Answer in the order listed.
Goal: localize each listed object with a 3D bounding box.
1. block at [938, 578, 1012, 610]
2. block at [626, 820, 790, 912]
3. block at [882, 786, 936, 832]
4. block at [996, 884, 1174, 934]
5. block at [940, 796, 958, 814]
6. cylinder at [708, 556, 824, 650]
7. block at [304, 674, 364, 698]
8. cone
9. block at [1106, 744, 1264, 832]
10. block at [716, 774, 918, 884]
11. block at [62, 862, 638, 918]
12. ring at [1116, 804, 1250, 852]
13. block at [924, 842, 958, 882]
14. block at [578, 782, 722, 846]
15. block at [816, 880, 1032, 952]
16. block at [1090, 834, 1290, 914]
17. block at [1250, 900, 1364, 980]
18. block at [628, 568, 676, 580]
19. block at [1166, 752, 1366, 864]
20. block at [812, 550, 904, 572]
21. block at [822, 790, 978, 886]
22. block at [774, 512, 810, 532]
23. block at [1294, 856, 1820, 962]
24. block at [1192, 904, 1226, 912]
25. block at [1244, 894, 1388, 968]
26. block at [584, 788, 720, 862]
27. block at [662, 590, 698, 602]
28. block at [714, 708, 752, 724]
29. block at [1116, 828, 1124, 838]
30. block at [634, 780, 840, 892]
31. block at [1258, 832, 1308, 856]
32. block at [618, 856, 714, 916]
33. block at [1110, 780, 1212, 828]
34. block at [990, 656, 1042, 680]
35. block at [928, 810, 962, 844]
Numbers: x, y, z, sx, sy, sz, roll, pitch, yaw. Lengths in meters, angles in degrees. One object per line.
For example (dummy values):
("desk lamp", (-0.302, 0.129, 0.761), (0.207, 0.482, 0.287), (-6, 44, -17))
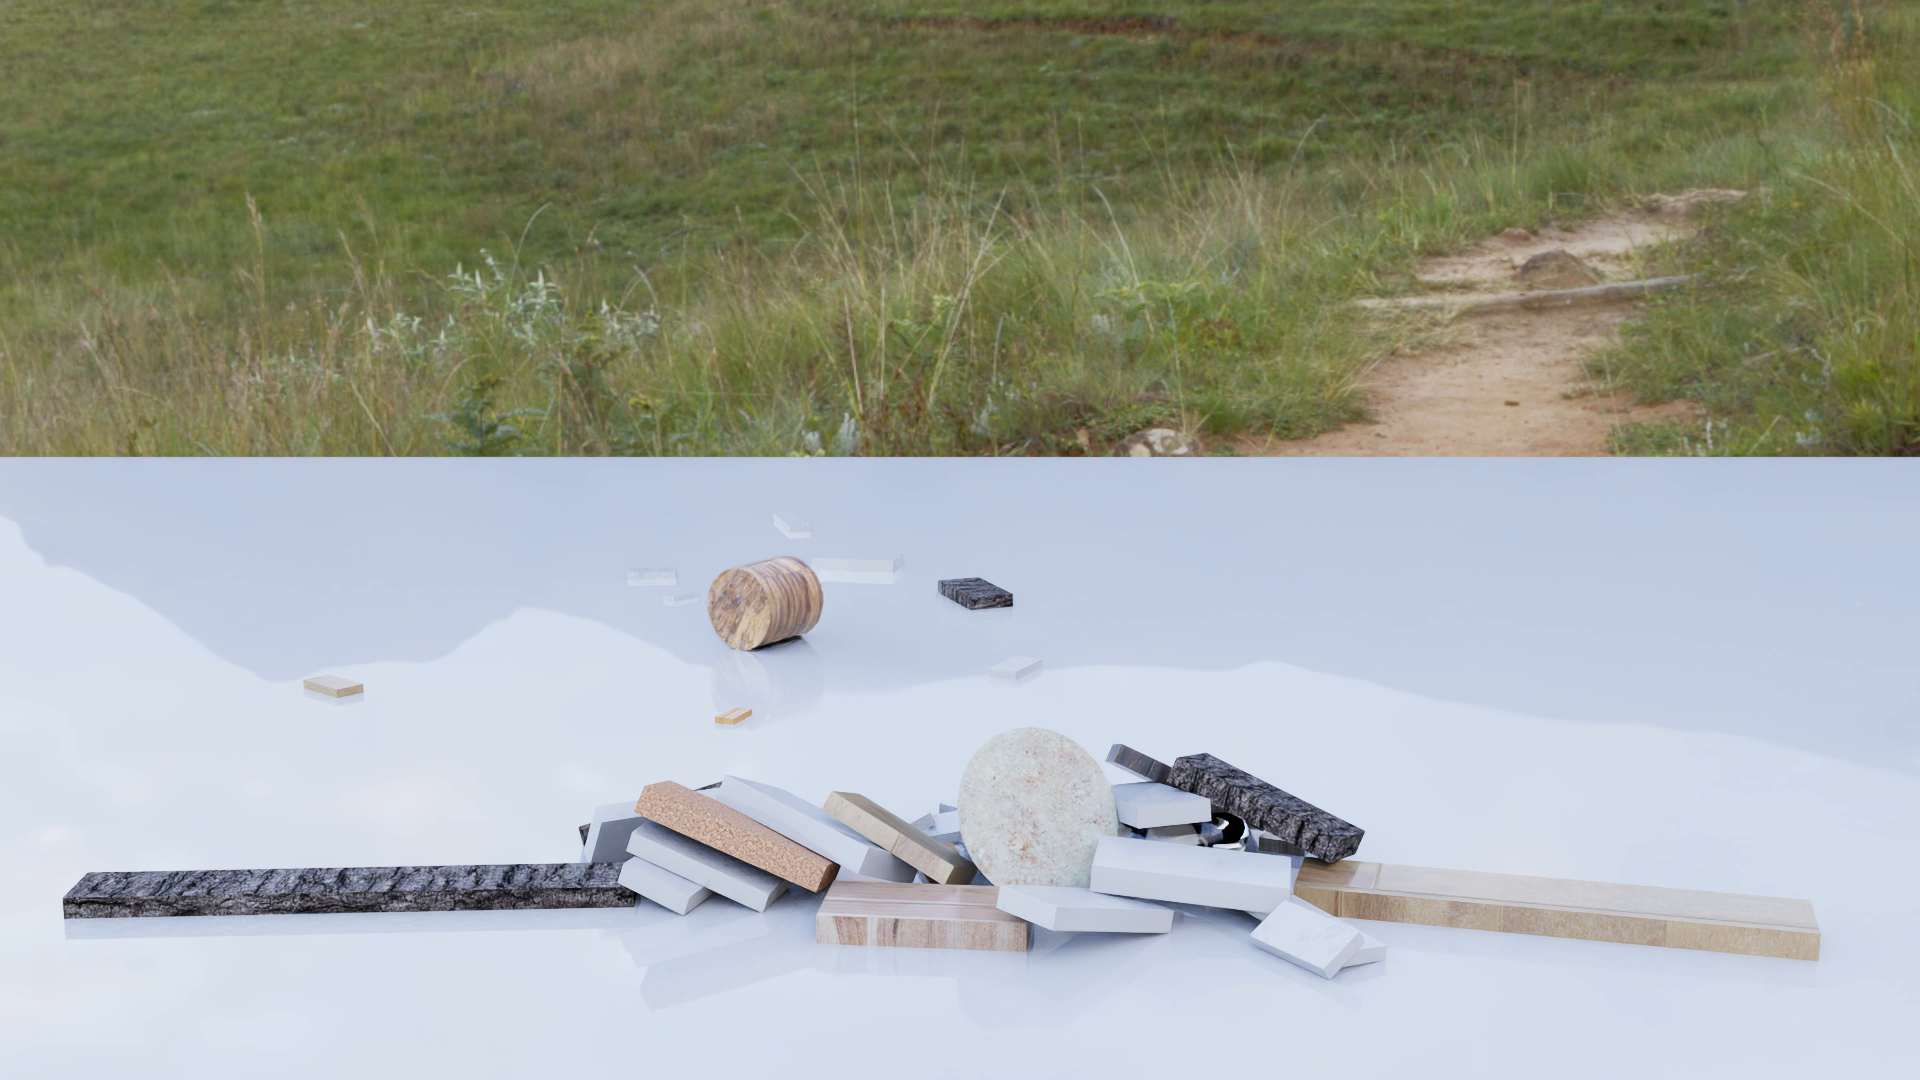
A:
("block", (0.040, 0.145, 5.972), (0.122, 0.035, 0.244), (-4, 11, -21))
("block", (-0.413, 0.532, 3.655), (0.252, 0.036, 0.126), (22, 15, 10))
("block", (-0.098, 0.500, 3.991), (0.084, 0.024, 0.167), (-29, 14, -3))
("block", (0.198, 0.579, 3.452), (0.260, 0.037, 0.130), (10, 2, -41))
("block", (0.104, 0.507, 4.014), (0.260, 0.037, 0.130), (8, 13, 38))
("cylinder", (-0.482, 0.155, 5.459), (0.203, 0.203, 0.203), (7, 13, 35))
("block", (-1.426, 0.332, 5.003), (0.137, 0.019, 0.068), (9, 14, 41))
("cone", (0.070, 0.501, 3.786), (0.297, 0.297, 0.297), (-5, -15, -27))
("block", (0.407, 0.444, 3.947), (0.292, 0.035, 0.122), (25, -7, -1))
("block", (-0.241, 0.491, 3.734), (0.329, 0.047, 0.165), (21, -2, 34))
("block", (-0.995, 0.578, 3.636), (0.914, 0.035, 0.125), (-1, 11, -3))
("ring", (0.366, 0.511, 3.805), (0.267, 0.089, 0.267), (-2, 2, 0))
("block", (-0.033, 0.556, 3.795), (0.070, 0.020, 0.140), (-2, 11, -12))
("block", (-0.552, 0.493, 3.971), (0.125, 0.035, 0.250), (-21, -5, 40))
("block", (-0.052, 0.597, 3.501), (0.329, 0.047, 0.165), (1, 11, 6))
("block", (0.375, 0.541, 3.561), (0.314, 0.044, 0.157), (6, 11, 8))
("block", (0.531, 0.612, 3.373), (0.084, 0.024, 0.168), (-41, 28, -21))
("block", (-0.880, 0.095, 6.283), (0.137, 0.019, 0.068), (-1, 11, -6))
("block", (0.526, 0.457, 3.777), (0.314, 0.044, 0.157), (25, 9, 24))
("block", (-0.299, 0.061, 6.421), (0.244, 0.035, 0.122), (2, 11, 13))
("block", (-0.099, 0.501, 3.693), (0.252, 0.036, 0.126), (29, 2, 22))
("block", (-0.543, -0.057, 7.101), (0.068, 0.019, 0.264), (-3, 11, -16))
("block", (0.949, 0.590, 3.544), (0.803, 0.044, 0.157), (3, 11, 15))
("block", (0.398, 0.587, 3.638), (0.057, 0.016, 0.114), (-8, 13, -38))
("block", (0.535, 0.601, 3.493), (0.084, 0.024, 0.335), (-2, 13, -30))
("block", (-0.520, 0.498, 3.828), (0.250, 0.125, 0.035), (-6, 48, -28))
("block", (-0.760, 0.152, 5.991), (0.045, 0.013, 0.090), (9, 14, 41))
("block", (-0.490, 0.381, 4.761), (0.045, 0.013, 0.090), (4, 11, 21))
("block", (0.213, 0.481, 3.930), (0.084, 0.024, 0.167), (-7, 48, -40))
("block", (-0.365, 0.491, 3.661), (0.329, 0.047, 0.165), (22, 0, 8))
("block", (0.602, 0.526, 3.946), (0.084, 0.024, 0.168), (5, 12, 25))
("block", (-0.457, 0.547, 3.690), (0.126, 0.036, 0.252), (24, 17, 14))
("block", (0.319, 0.453, 3.773), (0.130, 0.037, 0.260), (-4, 2, -17))
("block", (0.132, 0.300, 5.175), (0.070, 0.020, 0.140), (6, 12, 27))
("block", (0.054, 0.501, 3.936), (0.220, 0.020, 0.070), (-11, 24, 3))
